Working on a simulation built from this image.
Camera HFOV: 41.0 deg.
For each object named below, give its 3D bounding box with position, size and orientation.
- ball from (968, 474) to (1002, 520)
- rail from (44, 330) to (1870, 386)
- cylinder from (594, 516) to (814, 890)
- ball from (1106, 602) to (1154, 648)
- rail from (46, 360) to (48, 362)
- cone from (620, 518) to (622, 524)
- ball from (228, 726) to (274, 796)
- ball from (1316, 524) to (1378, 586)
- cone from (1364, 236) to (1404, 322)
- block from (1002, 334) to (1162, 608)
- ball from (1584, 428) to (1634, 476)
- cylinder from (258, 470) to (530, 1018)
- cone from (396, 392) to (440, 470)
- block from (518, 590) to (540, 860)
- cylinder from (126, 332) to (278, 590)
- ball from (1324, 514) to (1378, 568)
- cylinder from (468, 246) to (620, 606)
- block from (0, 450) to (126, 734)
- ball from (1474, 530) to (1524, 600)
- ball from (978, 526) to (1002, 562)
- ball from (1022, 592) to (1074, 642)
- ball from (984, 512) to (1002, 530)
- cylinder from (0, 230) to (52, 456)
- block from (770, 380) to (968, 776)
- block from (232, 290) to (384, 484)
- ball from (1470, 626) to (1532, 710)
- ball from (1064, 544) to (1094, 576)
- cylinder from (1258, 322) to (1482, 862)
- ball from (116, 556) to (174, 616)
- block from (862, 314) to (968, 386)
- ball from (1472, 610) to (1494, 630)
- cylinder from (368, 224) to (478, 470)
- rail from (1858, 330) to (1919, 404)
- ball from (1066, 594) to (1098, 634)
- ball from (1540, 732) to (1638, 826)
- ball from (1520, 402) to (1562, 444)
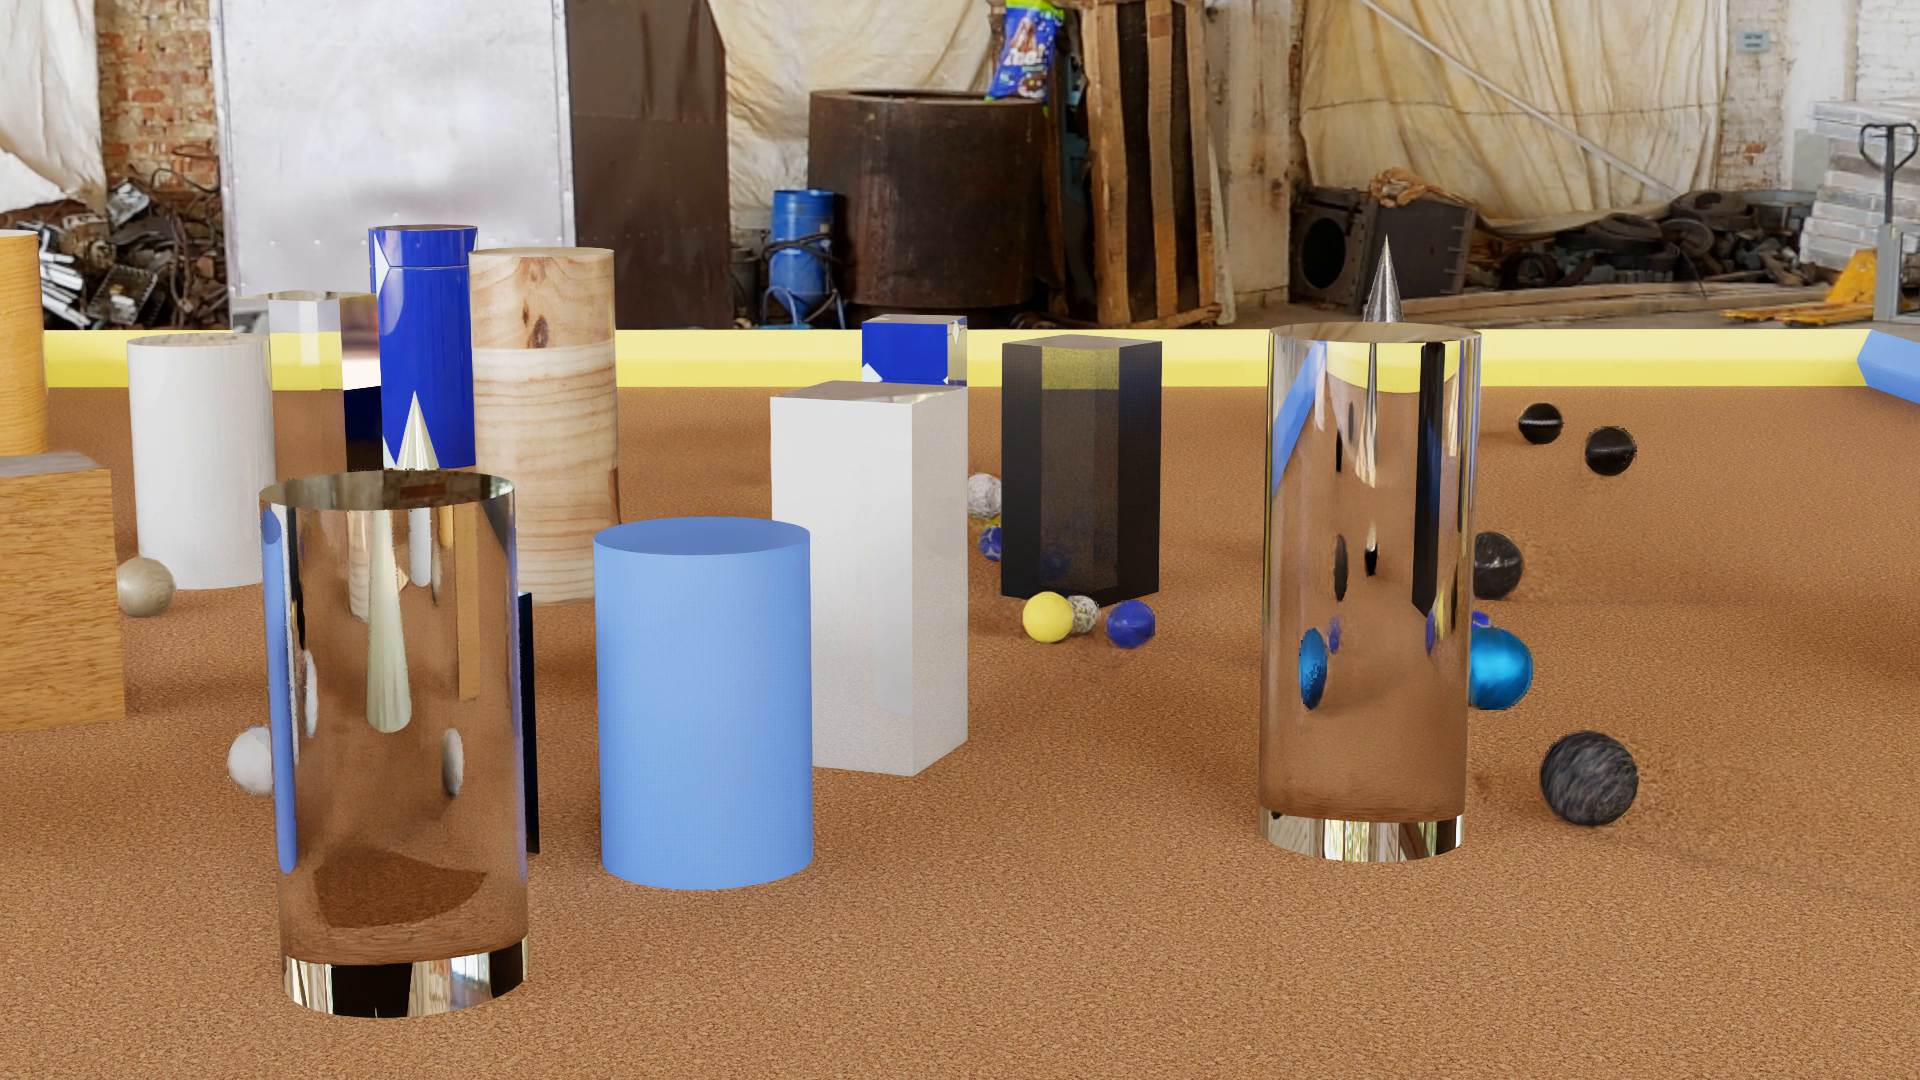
[{"bbox_3d":[0.037,-0.070,4.159,0.074,0.074,0.074,0,10,0],"label":"ball"},{"bbox_3d":[-0.014,-0.412,5.850,4.203,0.128,0.045,0,10,0],"label":"rail"},{"bbox_3d":[-0.235,0.145,2.363,0.197,0.304,0.197,0,10,0],"label":"cylinder"},{"bbox_3d":[0.214,0.107,3.238,0.060,0.060,0.060,0,10,0],"label":"ball"},{"bbox_3d":[-2.078,0.035,3.437,0.045,0.128,4.932,0,10,0],"label":"rail"},{"bbox_3d":[-0.598,-0.170,3.845,0.197,0.385,0.197,0,10,0],"label":"cone"},{"bbox_3d":[-0.701,0.223,2.584,0.071,0.071,0.071,0,10,0],"label":"ball"},{"bbox_3d":[0.548,0.021,3.629,0.088,0.088,0.088,0,10,0],"label":"ball"},{"bbox_3d":[0.790,-0.362,4.788,0.197,0.418,0.197,0,10,0],"label":"cone"},{"bbox_3d":[0.168,-0.098,3.547,0.157,0.352,0.157,8,13,38],"label":"block"},{"bbox_3d":[1.163,-0.158,4.595,0.088,0.088,0.088,0,10,0],"label":"ball"},{"bbox_3d":[-0.448,0.156,2.046,0.197,0.399,0.197,0,10,0],"label":"cylinder"},{"bbox_3d":[-0.625,0.005,2.972,0.197,0.359,0.197,0,10,0],"label":"cone"},{"bbox_3d":[-0.498,0.177,2.342,0.157,0.250,0.157,5,12,26],"label":"block"},{"bbox_3d":[-1.081,-0.117,3.673,0.197,0.342,0.197,0,10,0],"label":"cylinder"},{"bbox_3d":[0.574,0.000,3.765,0.079,0.079,0.079,0,10,0],"label":"ball"},{"bbox_3d":[-0.572,-0.161,3.548,0.197,0.474,0.197,0,10,0],"label":"cylinder"},{"bbox_3d":[-1.051,0.056,2.897,0.157,0.285,0.157,-6,12,-31],"label":"block"},{"bbox_3d":[0.729,0.035,3.536,0.095,0.095,0.095,0,10,0],"label":"ball"},{"bbox_3d":[0.054,0.005,3.807,0.053,0.053,0.053,0,10,0],"label":"ball"},{"bbox_3d":[0.112,0.098,3.272,0.065,0.065,0.065,0,10,0],"label":"ball"},{"bbox_3d":[0.065,-0.014,3.905,0.055,0.055,0.055,0,10,0],"label":"ball"},{"bbox_3d":[-1.448,-0.209,3.785,0.197,0.483,0.197,0,10,0],"label":"cylinder"},{"bbox_3d":[-0.094,0.036,2.724,0.157,0.389,0.157,4,11,21],"label":"block"},{"bbox_3d":[-1.022,-0.199,4.036,0.157,0.371,0.157,4,11,22],"label":"block"},{"bbox_3d":[0.605,0.146,2.935,0.094,0.094,0.094,0,10,0],"label":"ball"},{"bbox_3d":[0.172,0.029,3.699,0.045,0.045,0.045,0,10,0],"label":"ball"},{"bbox_3d":[0.385,0.044,2.427,0.197,0.481,0.197,0,10,0],"label":"cylinder"},{"bbox_3d":[-1.091,0.062,3.427,0.080,0.080,0.080,0,10,0],"label":"ball"},{"bbox_3d":[-0.081,-0.264,4.653,0.157,0.274,0.157,2,11,13],"label":"block"},{"bbox_3d":[0.646,0.114,3.229,0.051,0.051,0.051,0,10,0],"label":"ball"},{"bbox_3d":[-0.981,-0.358,4.728,0.197,0.433,0.197,0,10,0],"label":"cylinder"},{"bbox_3d":[2.078,0.031,3.461,0.045,0.128,4.932,0,10,0],"label":"rail"},{"bbox_3d":[0.153,0.096,3.323,0.051,0.051,0.051,0,10,0],"label":"ball"},{"bbox_3d":[0.609,0.231,2.482,0.092,0.092,0.092,0,10,0],"label":"ball"},{"bbox_3d":[1.127,-0.226,4.977,0.083,0.083,0.083,0,10,0],"label":"ball"}]
